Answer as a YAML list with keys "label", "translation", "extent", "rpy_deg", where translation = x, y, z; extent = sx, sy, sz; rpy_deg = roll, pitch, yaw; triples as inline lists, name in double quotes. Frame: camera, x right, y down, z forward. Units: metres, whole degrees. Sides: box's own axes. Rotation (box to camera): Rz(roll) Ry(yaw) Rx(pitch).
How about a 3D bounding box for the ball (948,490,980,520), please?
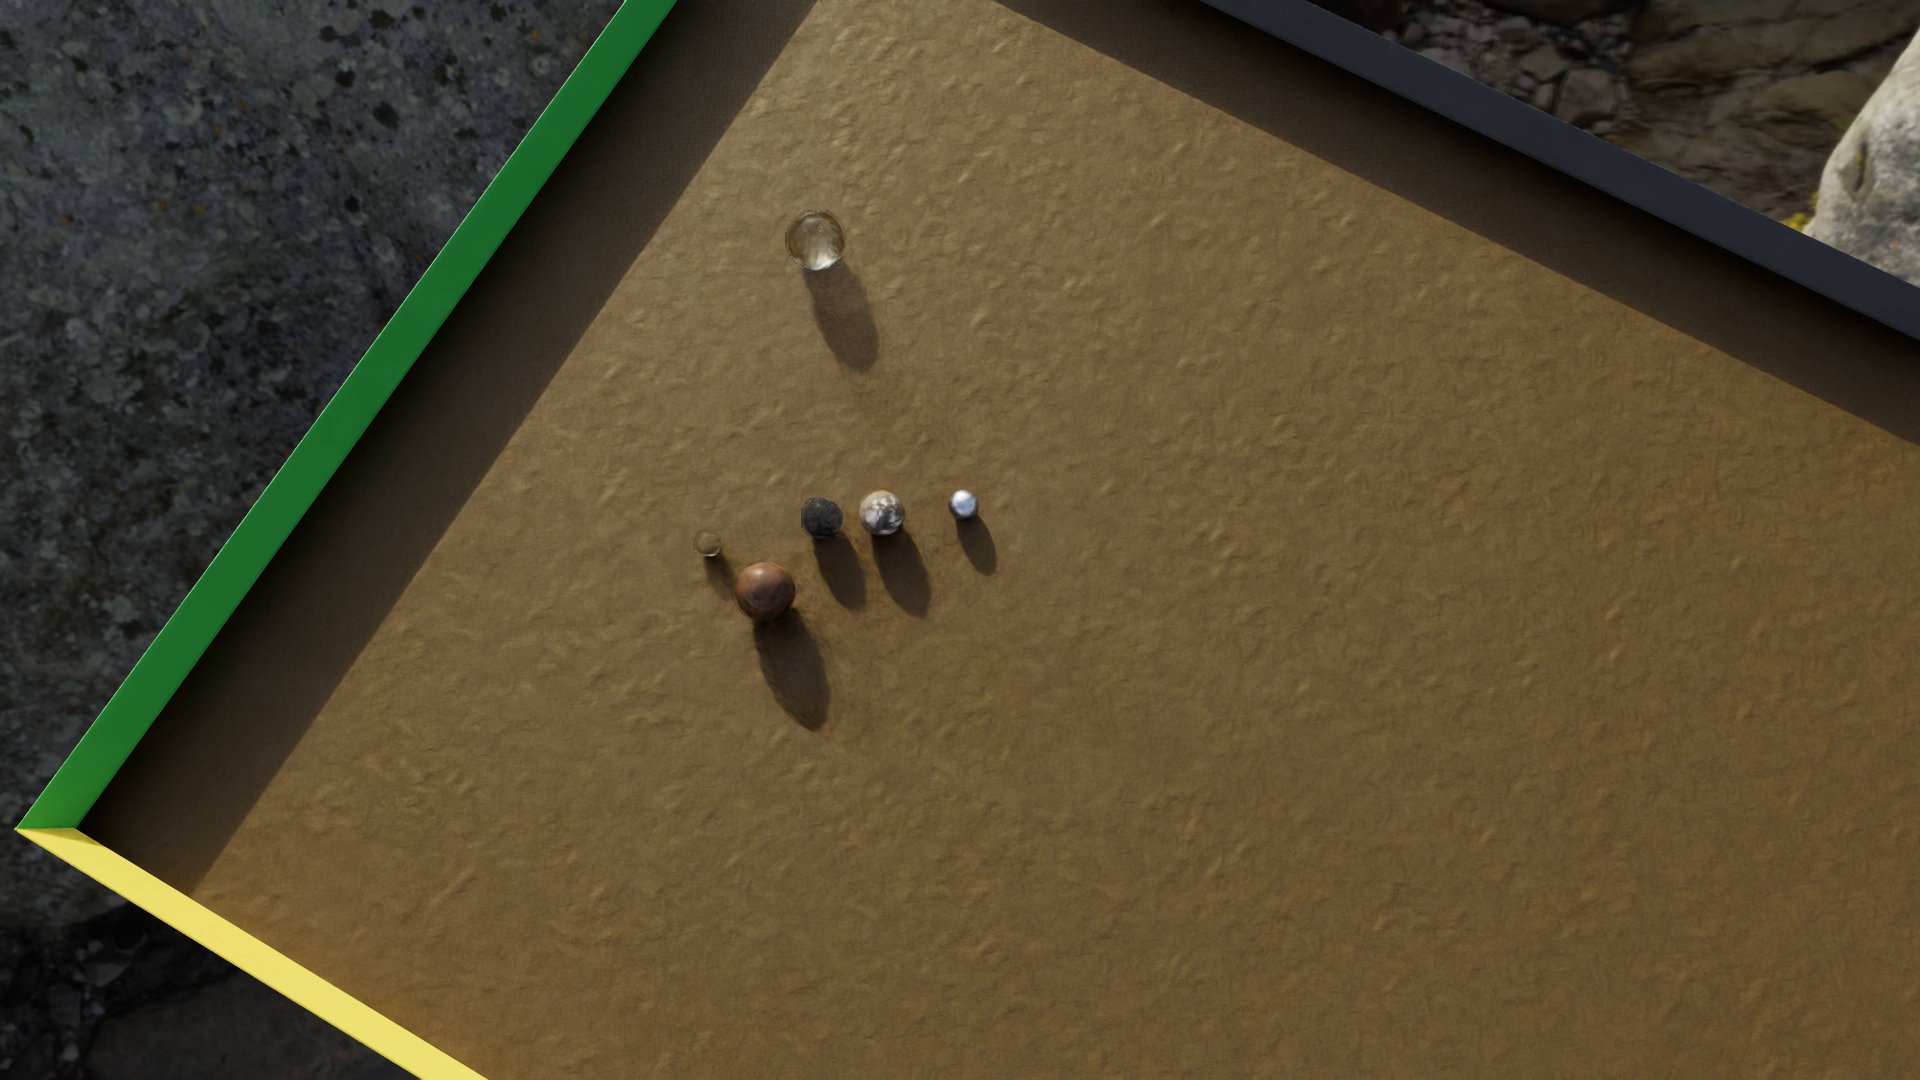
- label: "ball"
  translation: [0.006, -0.055, 3.493]
  extent: [0.050, 0.050, 0.050]
  rpy_deg: [0, 69, 0]

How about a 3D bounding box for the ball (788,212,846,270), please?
- label: "ball"
  translation: [-0.238, -0.495, 3.635]
  extent: [0.096, 0.096, 0.096]
  rpy_deg: [0, 69, 0]

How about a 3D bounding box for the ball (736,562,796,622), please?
- label: "ball"
  translation: [-0.303, 0.080, 3.418]
  extent: [0.094, 0.094, 0.094]
  rpy_deg: [0, 69, 0]

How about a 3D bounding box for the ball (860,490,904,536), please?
- label: "ball"
  translation: [-0.123, -0.042, 3.476]
  extent: [0.072, 0.072, 0.072]
  rpy_deg: [0, 69, 0]

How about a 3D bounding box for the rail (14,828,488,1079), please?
- label: "rail"
  translation: [0.295, 1.310, 2.931]
  extent: [3.824, 0.125, 0.045]
  rpy_deg: [28, 72, 10]

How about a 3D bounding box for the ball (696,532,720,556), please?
- label: "ball"
  translation: [-0.398, 0.006, 3.474]
  extent: [0.040, 0.040, 0.040]
  rpy_deg: [0, 69, 0]

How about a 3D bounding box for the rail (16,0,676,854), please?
- label: "rail"
  translation: [-0.810, -0.442, 3.599]
  extent: [0.045, 0.125, 2.211]
  rpy_deg: [28, 72, 10]

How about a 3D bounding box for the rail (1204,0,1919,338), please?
- label: "rail"
  translation: [1.366, -0.447, 3.601]
  extent: [3.824, 0.125, 0.045]
  rpy_deg: [28, 72, 10]

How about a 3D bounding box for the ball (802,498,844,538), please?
- label: "ball"
  translation: [-0.217, -0.034, 3.477]
  extent: [0.065, 0.065, 0.065]
  rpy_deg: [0, 69, 0]
